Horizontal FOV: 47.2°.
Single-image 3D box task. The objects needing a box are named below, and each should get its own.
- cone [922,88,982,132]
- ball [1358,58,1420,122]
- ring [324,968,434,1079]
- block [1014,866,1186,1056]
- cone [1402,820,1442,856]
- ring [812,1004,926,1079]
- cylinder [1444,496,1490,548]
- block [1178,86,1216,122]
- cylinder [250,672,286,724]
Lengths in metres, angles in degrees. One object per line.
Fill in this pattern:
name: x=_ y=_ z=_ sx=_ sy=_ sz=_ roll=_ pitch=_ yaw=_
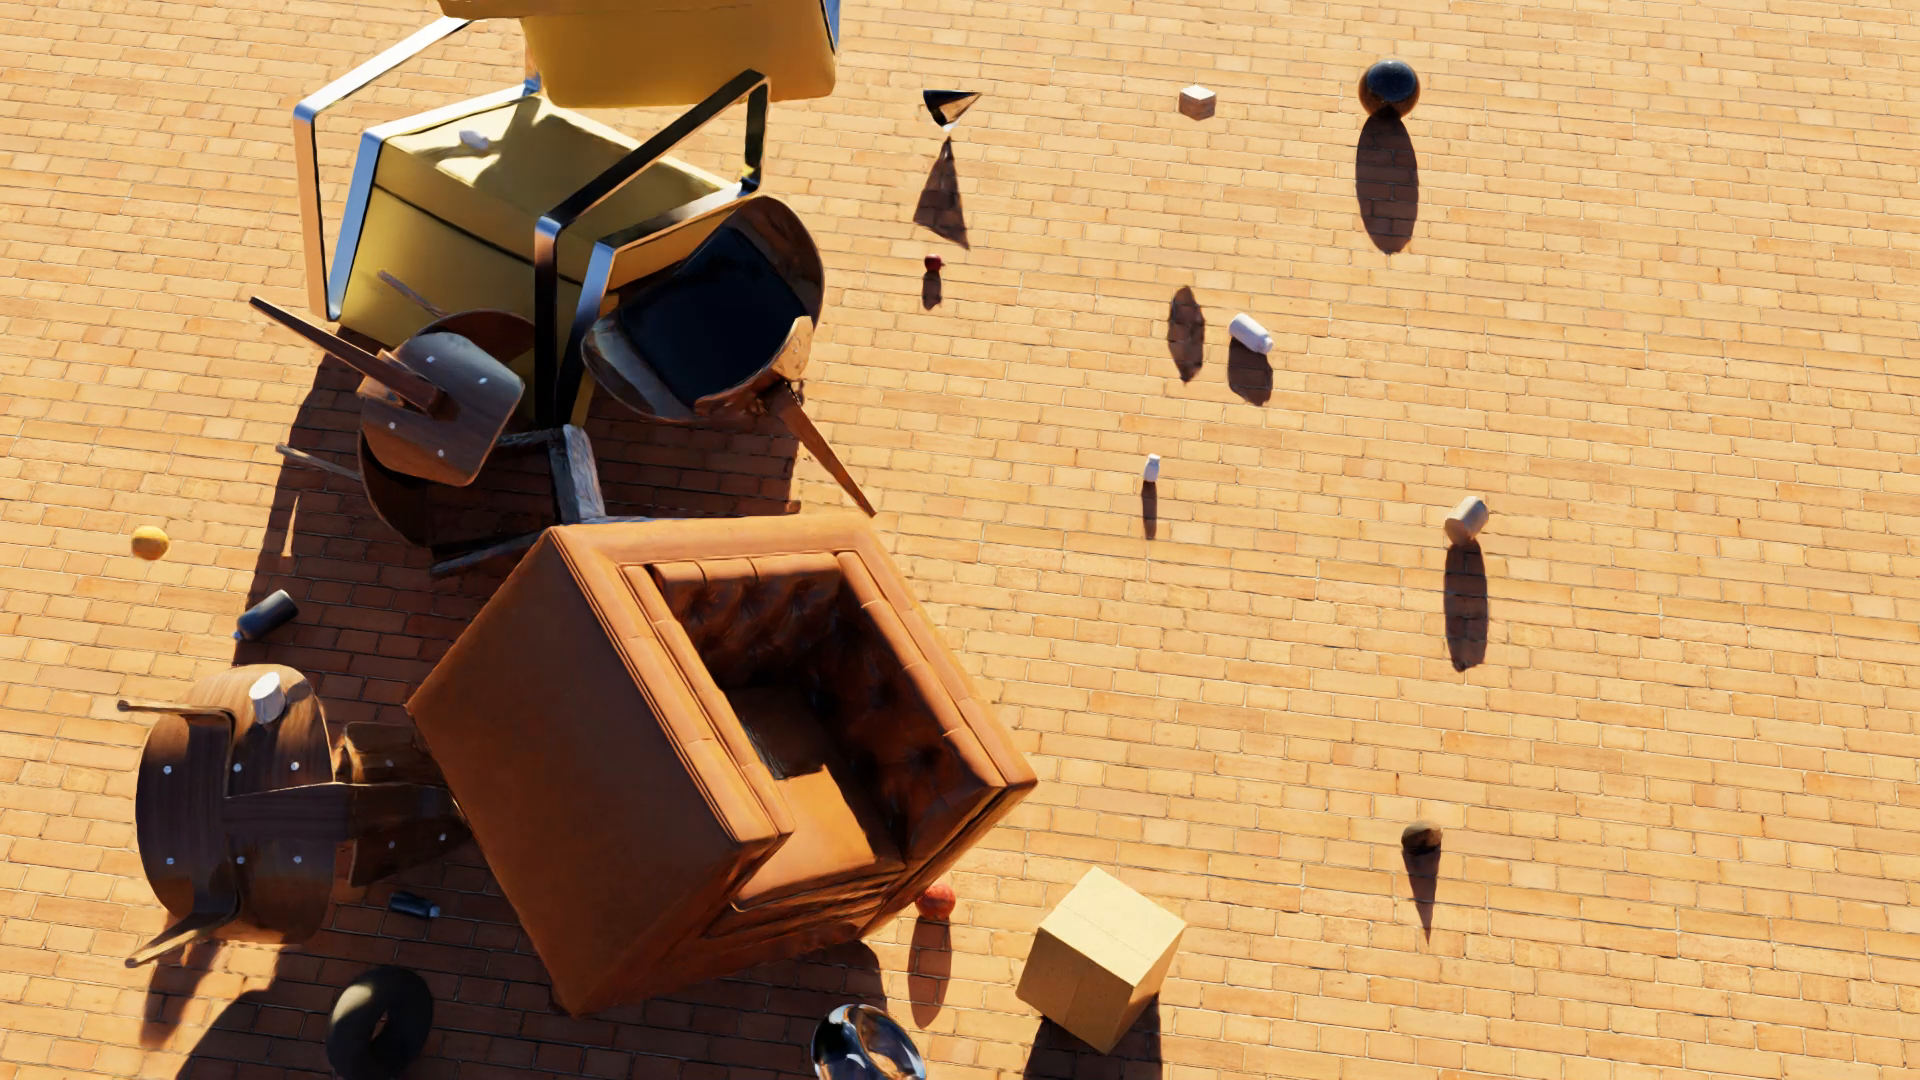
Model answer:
cone: x=-0.001 y=-1.477 z=7.408 sx=0.191 sy=0.174 sz=0.092 roll=-15 pitch=37 yaw=32
ball: x=1.458 y=-1.531 z=7.473 sx=0.212 sy=0.212 sz=0.212 roll=0 pitch=56 yaw=0
ring: x=-1.467 y=1.226 z=5.560 sx=0.114 sy=0.347 sz=0.301 roll=14 pitch=86 yaw=25
block: x=0.360 y=1.076 z=5.637 sx=0.283 sy=0.270 sz=0.283 roll=30 pitch=39 yaw=19
cone: x=1.266 y=0.796 z=5.973 sx=0.120 sy=0.093 sz=0.094 roll=-27 pitch=72 yaw=-13
ring: x=-0.217 y=1.256 z=5.269 sx=0.314 sy=0.145 sz=0.280 roll=46 pitch=24 yaw=-2
cylinder: x=1.502 y=-0.055 z=6.515 sx=0.092 sy=0.147 sz=0.094 roll=35 pitch=71 yaw=24
block: x=0.781 y=-1.436 z=7.230 sx=0.074 sy=0.076 sz=0.097 roll=-23 pitch=39 yaw=-28
cylinder: x=-1.764 y=0.403 z=5.602 sx=0.059 sy=0.088 sz=0.101 roll=13 pitch=42 yaw=14
